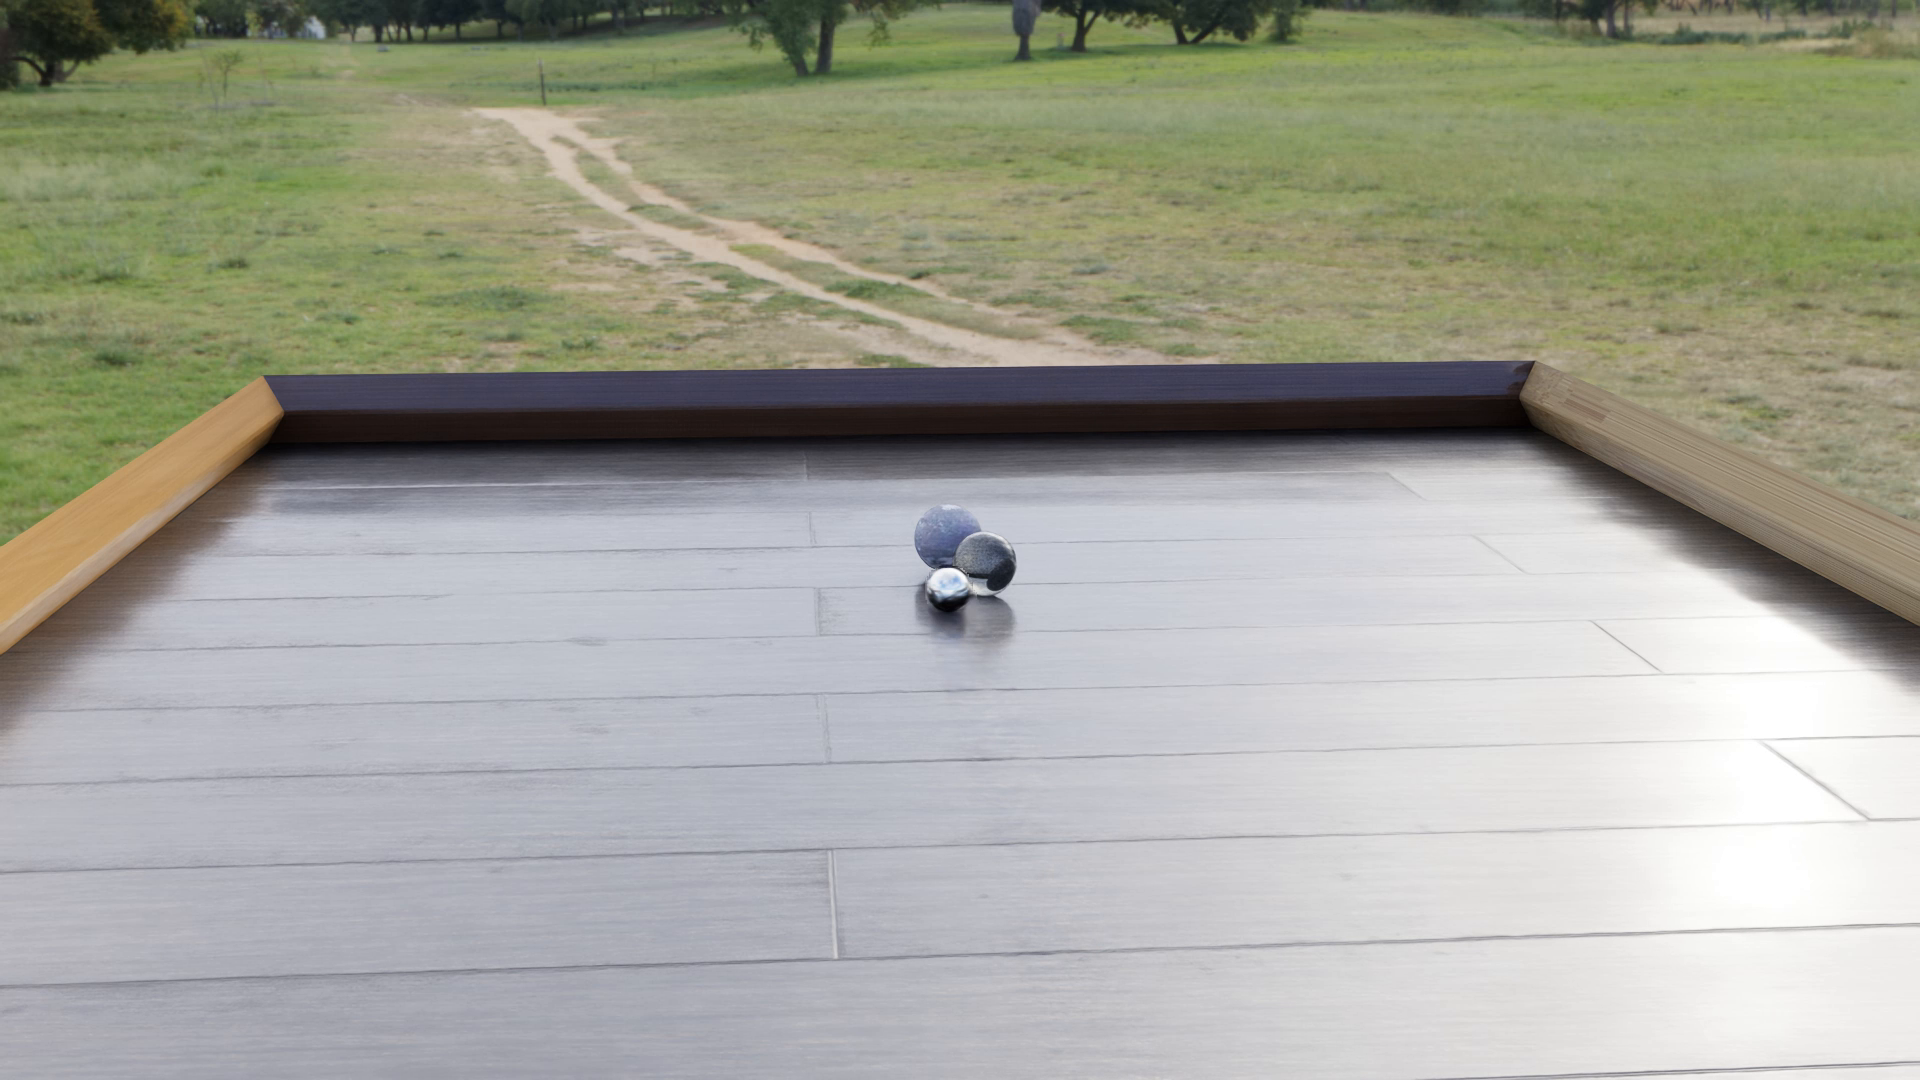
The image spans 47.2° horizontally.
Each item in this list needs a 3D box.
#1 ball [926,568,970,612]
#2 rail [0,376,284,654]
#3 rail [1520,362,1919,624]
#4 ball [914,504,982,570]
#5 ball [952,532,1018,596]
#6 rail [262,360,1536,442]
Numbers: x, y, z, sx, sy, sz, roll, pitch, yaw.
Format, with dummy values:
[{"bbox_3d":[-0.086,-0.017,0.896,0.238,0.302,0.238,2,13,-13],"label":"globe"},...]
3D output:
[{"bbox_3d":[-0.015,0.065,2.888,0.059,0.059,0.059,0,13,0],"label":"ball"},{"bbox_3d":[-1.091,0.251,1.925,0.045,0.125,4.433,-1,13,-4],"label":"rail"},{"bbox_3d":[1.266,0.209,2.107,0.045,0.125,4.433,-1,13,-4],"label":"rail"},{"bbox_3d":[-0.017,-0.003,3.099,0.097,0.097,0.097,0,13,0],"label":"ball"},{"bbox_3d":[0.033,0.032,2.965,0.088,0.088,0.088,0,13,0],"label":"ball"},{"bbox_3d":[-0.086,-0.259,4.146,2.412,0.125,0.045,-1,13,-4],"label":"rail"}]
